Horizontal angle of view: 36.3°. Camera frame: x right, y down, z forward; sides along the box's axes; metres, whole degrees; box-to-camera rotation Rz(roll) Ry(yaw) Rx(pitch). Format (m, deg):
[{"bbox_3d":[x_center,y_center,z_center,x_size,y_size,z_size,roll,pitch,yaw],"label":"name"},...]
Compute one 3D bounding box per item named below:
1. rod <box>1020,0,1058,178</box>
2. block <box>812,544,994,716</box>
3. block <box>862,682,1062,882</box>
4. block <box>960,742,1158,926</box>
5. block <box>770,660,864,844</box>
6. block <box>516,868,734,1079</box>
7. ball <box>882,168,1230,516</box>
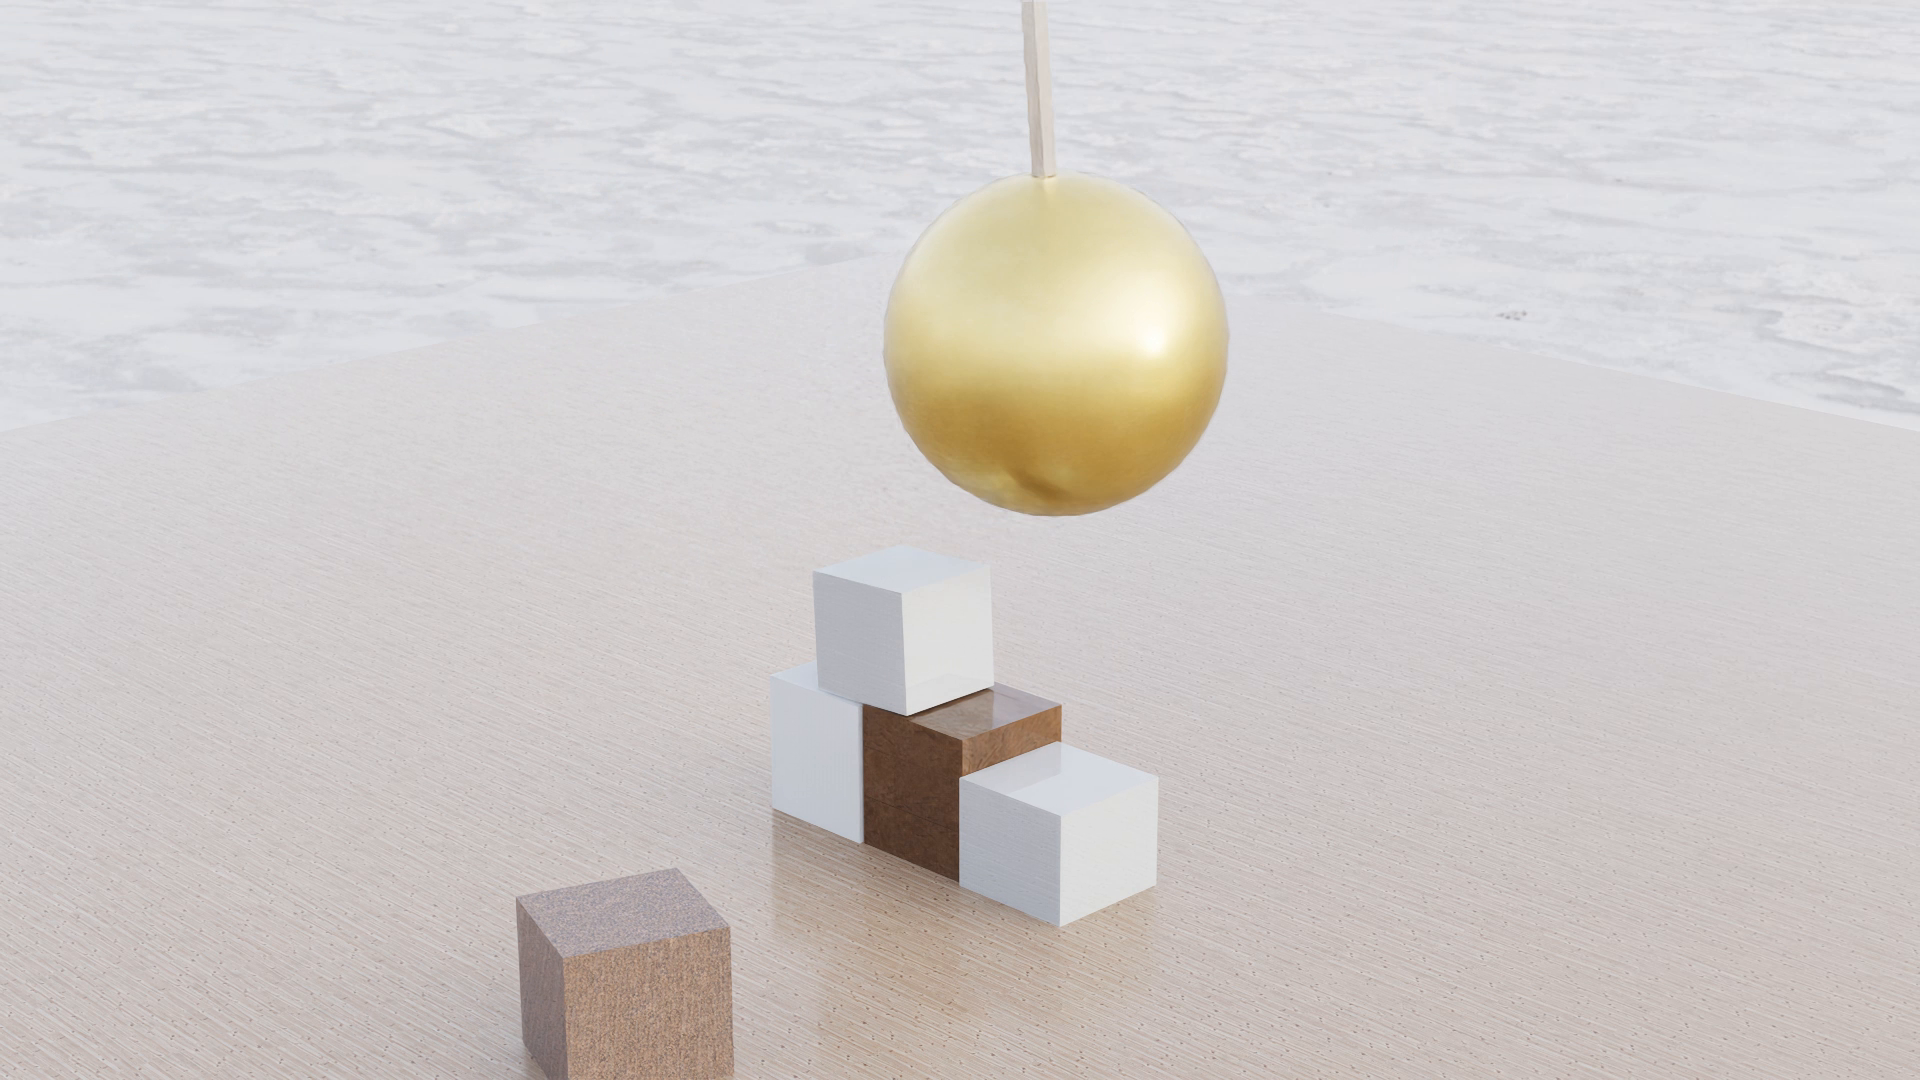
[{"bbox_3d":[0.191,-4.057,12.267,0.080,5.200,0.080,17,30,42],"label":"rod"},{"bbox_3d":[-0.264,0.413,13.727,0.599,0.585,0.571,13,21,43],"label":"block"},{"bbox_3d":[0.011,1.095,13.695,0.649,0.699,0.655,-17,24,-42],"label":"block"},{"bbox_3d":[0.445,1.319,13.267,0.641,0.528,0.626,-17,24,-42],"label":"block"},{"bbox_3d":[-0.451,0.965,14.136,0.680,0.683,0.616,-17,24,-42],"label":"block"},{"bbox_3d":[-1.332,1.769,11.647,0.678,0.641,0.623,-8,19,-24],"label":"block"},{"bbox_3d":[0.440,-0.906,13.518,1.600,1.600,1.600,0,17,0],"label":"ball"}]
